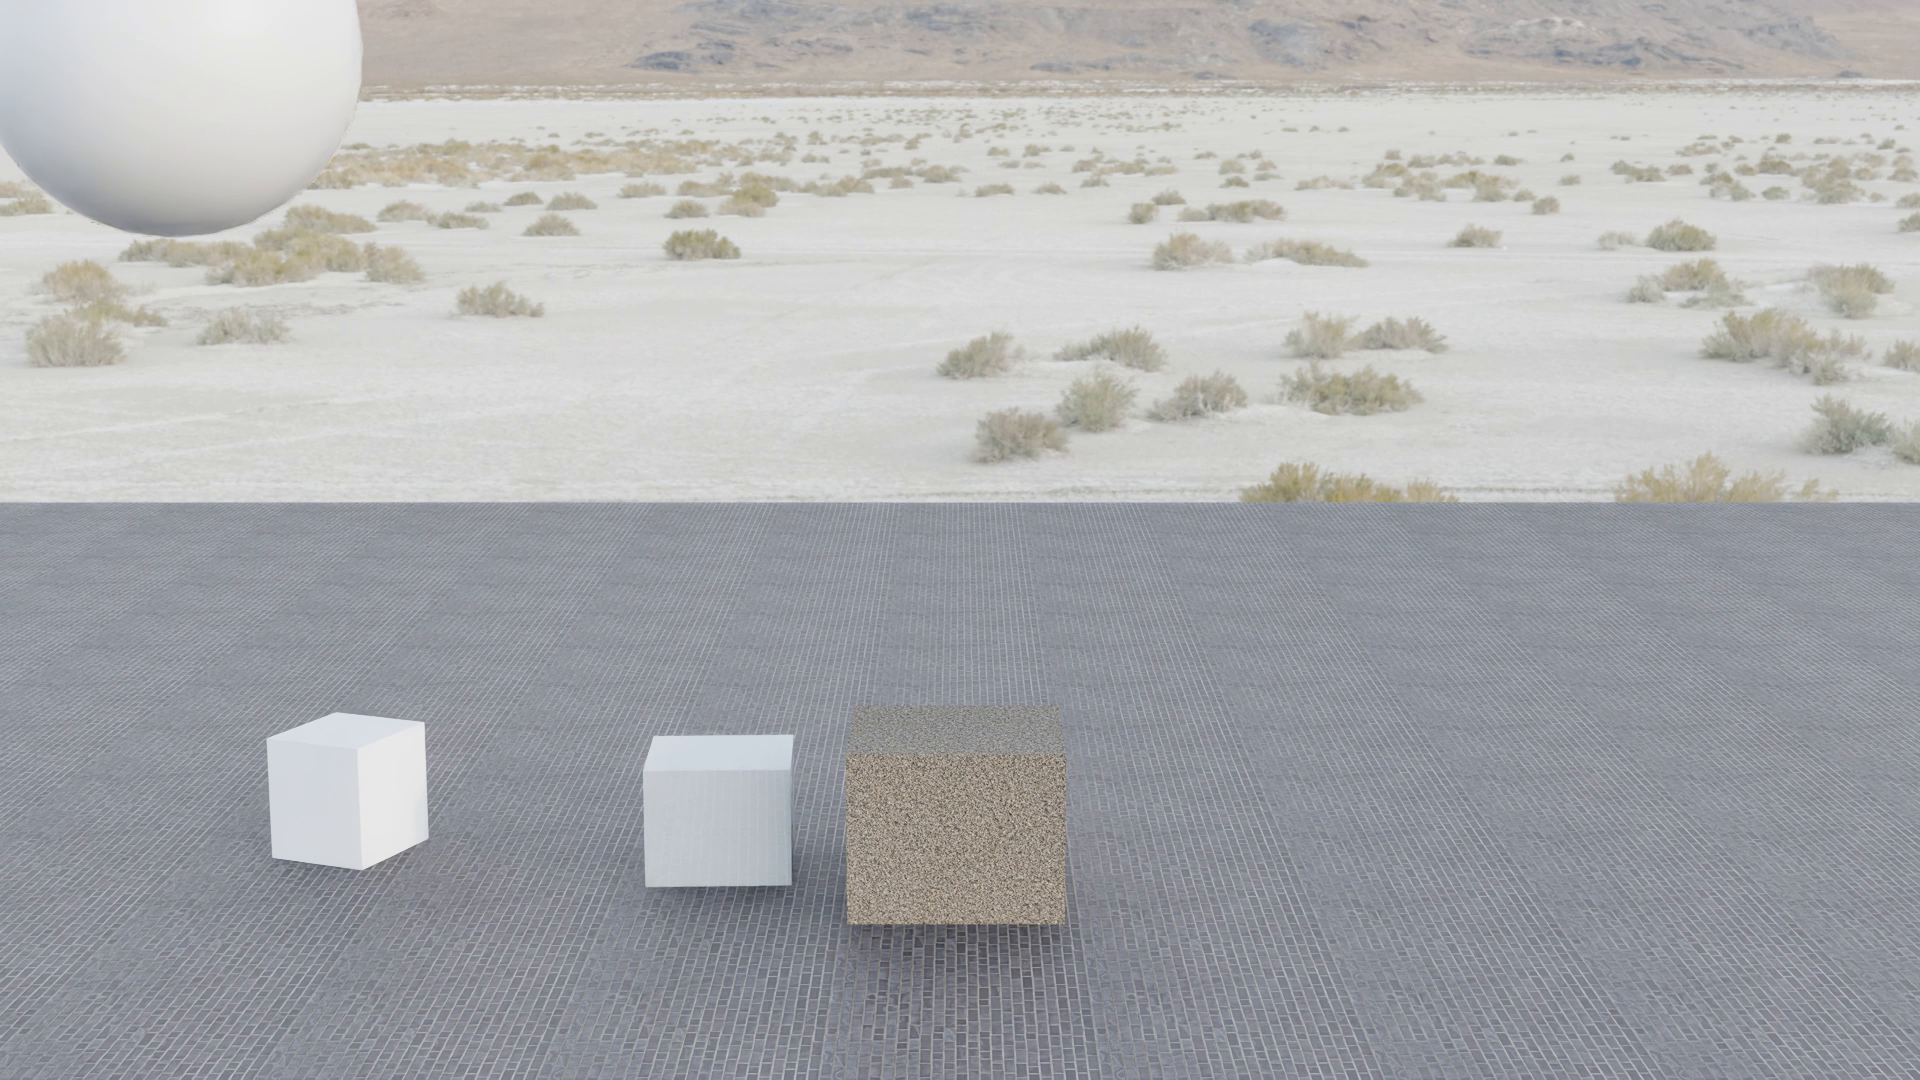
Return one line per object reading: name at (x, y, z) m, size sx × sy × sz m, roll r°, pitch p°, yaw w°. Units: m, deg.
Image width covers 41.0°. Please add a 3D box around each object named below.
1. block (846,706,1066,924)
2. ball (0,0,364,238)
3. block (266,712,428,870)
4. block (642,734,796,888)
block at (-0.017, 1.171, 11.072) m, size 0.911 × 0.734 × 0.834 m, roll 0°, pitch 10°, yaw 0°
ball at (-3.333, -2.078, 10.802) m, size 1.600 × 1.600 × 1.600 m, roll 0°, pitch 10°, yaw 0°
block at (-2.795, 1.141, 11.735) m, size 0.487 × 0.557 × 0.522 m, roll 4°, pitch 11°, yaw 22°
block at (-1.068, 1.204, 11.480) m, size 0.638 × 0.524 × 0.602 m, roll 0°, pitch 10°, yaw -2°
